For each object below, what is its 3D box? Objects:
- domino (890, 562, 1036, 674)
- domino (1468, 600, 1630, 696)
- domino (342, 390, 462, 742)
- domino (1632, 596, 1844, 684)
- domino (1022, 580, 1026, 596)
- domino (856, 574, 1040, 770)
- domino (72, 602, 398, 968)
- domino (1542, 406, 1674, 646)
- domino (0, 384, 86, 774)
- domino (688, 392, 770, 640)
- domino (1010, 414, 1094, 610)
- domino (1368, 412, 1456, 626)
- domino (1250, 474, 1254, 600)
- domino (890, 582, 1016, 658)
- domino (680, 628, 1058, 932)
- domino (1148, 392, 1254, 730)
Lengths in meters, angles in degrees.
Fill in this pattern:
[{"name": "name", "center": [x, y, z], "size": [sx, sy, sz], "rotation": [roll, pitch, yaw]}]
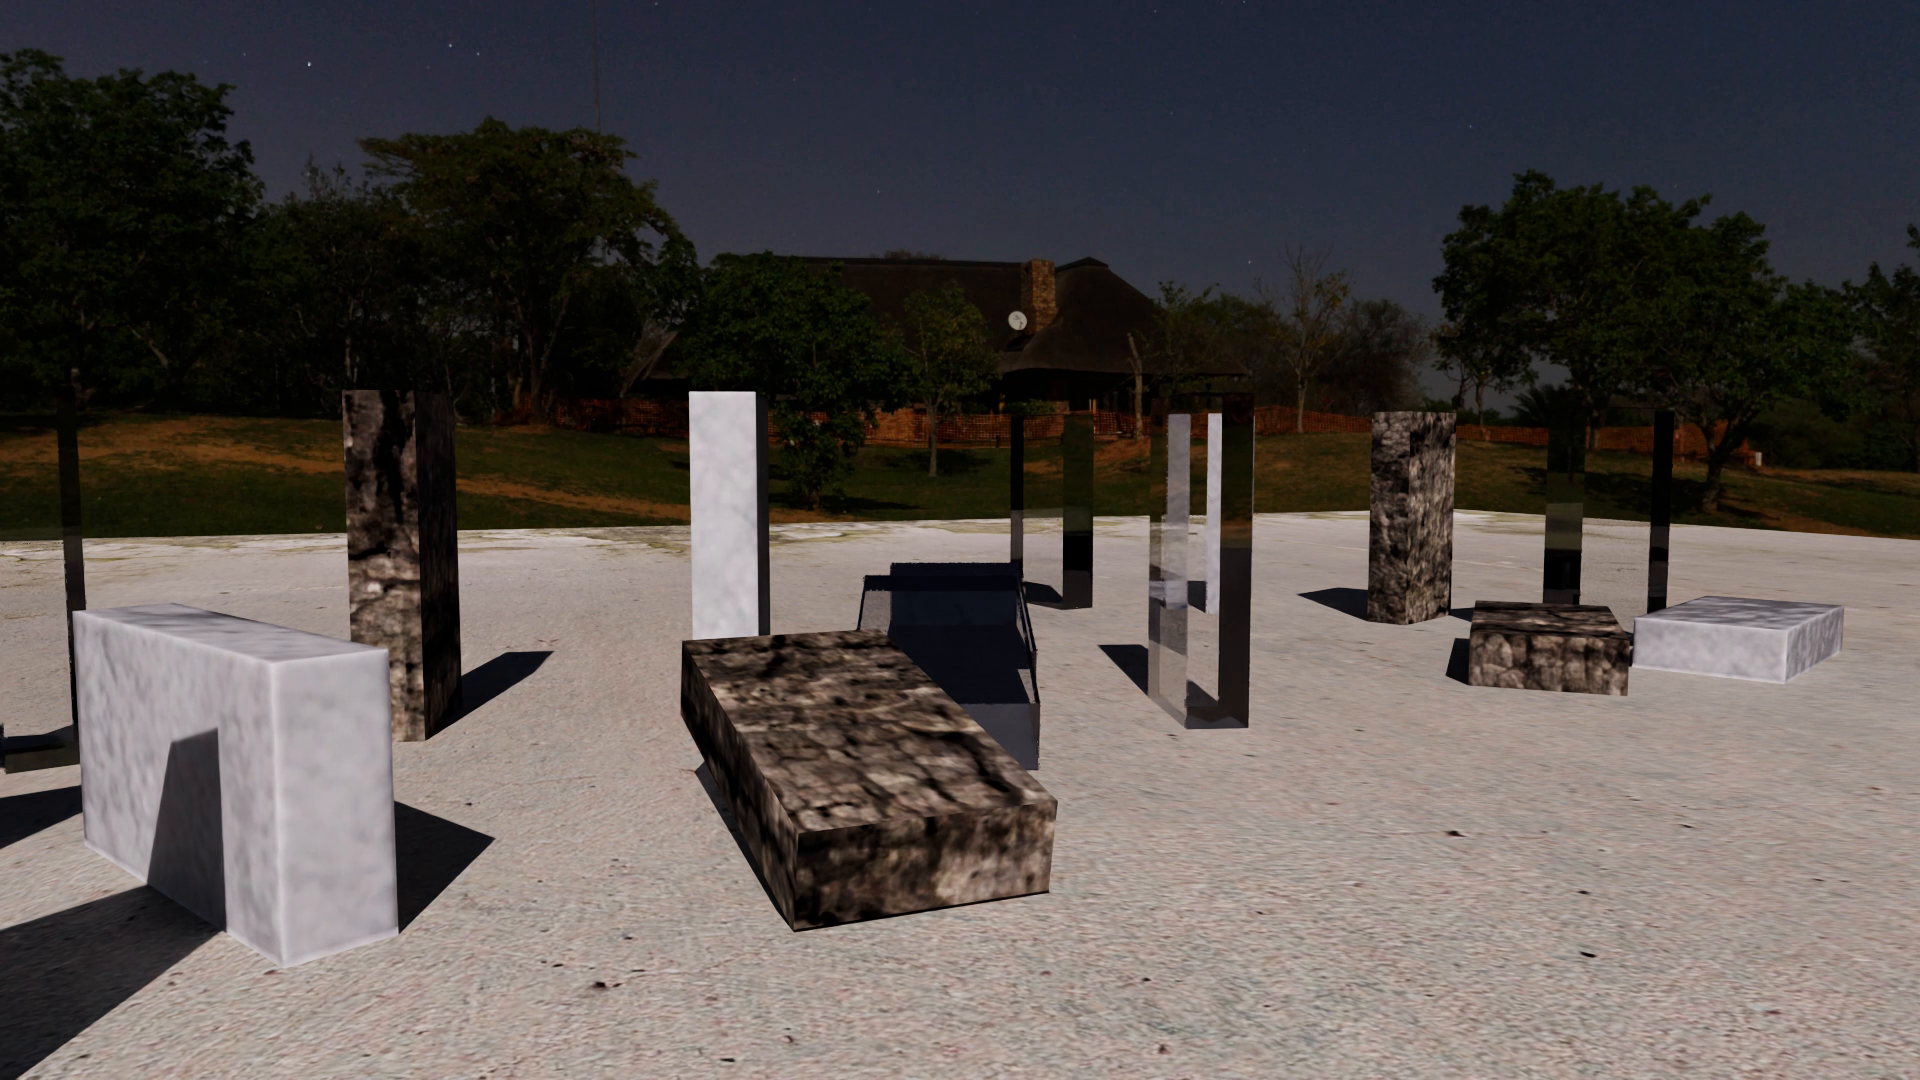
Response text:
[{"name": "domino", "center": [-0.001, 0.016, 0.231], "size": [0.025, 0.009, 0.050], "rotation": [0, 16, -1]}, {"name": "domino", "center": [0.111, 0.020, 0.244], "size": [0.025, 0.009, 0.050], "rotation": [2, 5, 23]}, {"name": "domino", "center": [-0.083, 0.003, 0.193], "size": [0.009, 0.050, 0.025], "rotation": [-1, 4, -10]}, {"name": "domino", "center": [0.155, 0.019, 0.254], "size": [0.025, 0.009, 0.050], "rotation": [4, 6, 44]}, {"name": "domino", "center": [0.001, 0.013, 0.332], "size": [0.025, 0.009, 0.050], "rotation": [0, 4, -5]}, {"name": "domino", "center": [-0.003, 0.018, 0.190], "size": [0.025, 0.009, 0.050], "rotation": [0, 18, -1]}, {"name": "domino", "center": [-0.071, 0.021, 0.123], "size": [0.050, 0.025, 0.009], "rotation": [4, 6, 40]}, {"name": "domino", "center": [0.137, -0.003, 0.272], "size": [0.025, 0.050, 0.009], "rotation": [-2, 5, -22]}, {"name": "domino", "center": [-0.128, 0.004, 0.176], "size": [0.009, 0.050, 0.025], "rotation": [-4, 6, -42]}, {"name": "domino", "center": [-0.035, 0.003, 0.199], "size": [0.009, 0.050, 0.025], "rotation": [0, 4, -4]}, {"name": "domino", "center": [0.024, -0.008, 0.340], "size": [0.009, 0.050, 0.025], "rotation": [-2, 5, -30]}, {"name": "domino", "center": [0.110, -0.006, 0.311], "size": [0.009, 0.050, 0.025], "rotation": [4, 6, 44]}, {"name": "domino", "center": [0.070, -0.008, 0.339], "size": [0.009, 0.050, 0.025], "rotation": [2, 5, 24]}, {"name": "domino", "center": [-0.002, 0.017, 0.281], "size": [0.025, 0.009, 0.050], "rotation": [0, 4, -1]}, {"name": "domino", "center": [-0.012, 0.023, 0.138], "size": [0.025, 0.009, 0.050], "rotation": [-2, 16, -23]}, {"name": "domino", "center": [0.037, 0.002, 0.202], "size": [0.009, 0.050, 0.025], "rotation": [0, 4, -5]}]
